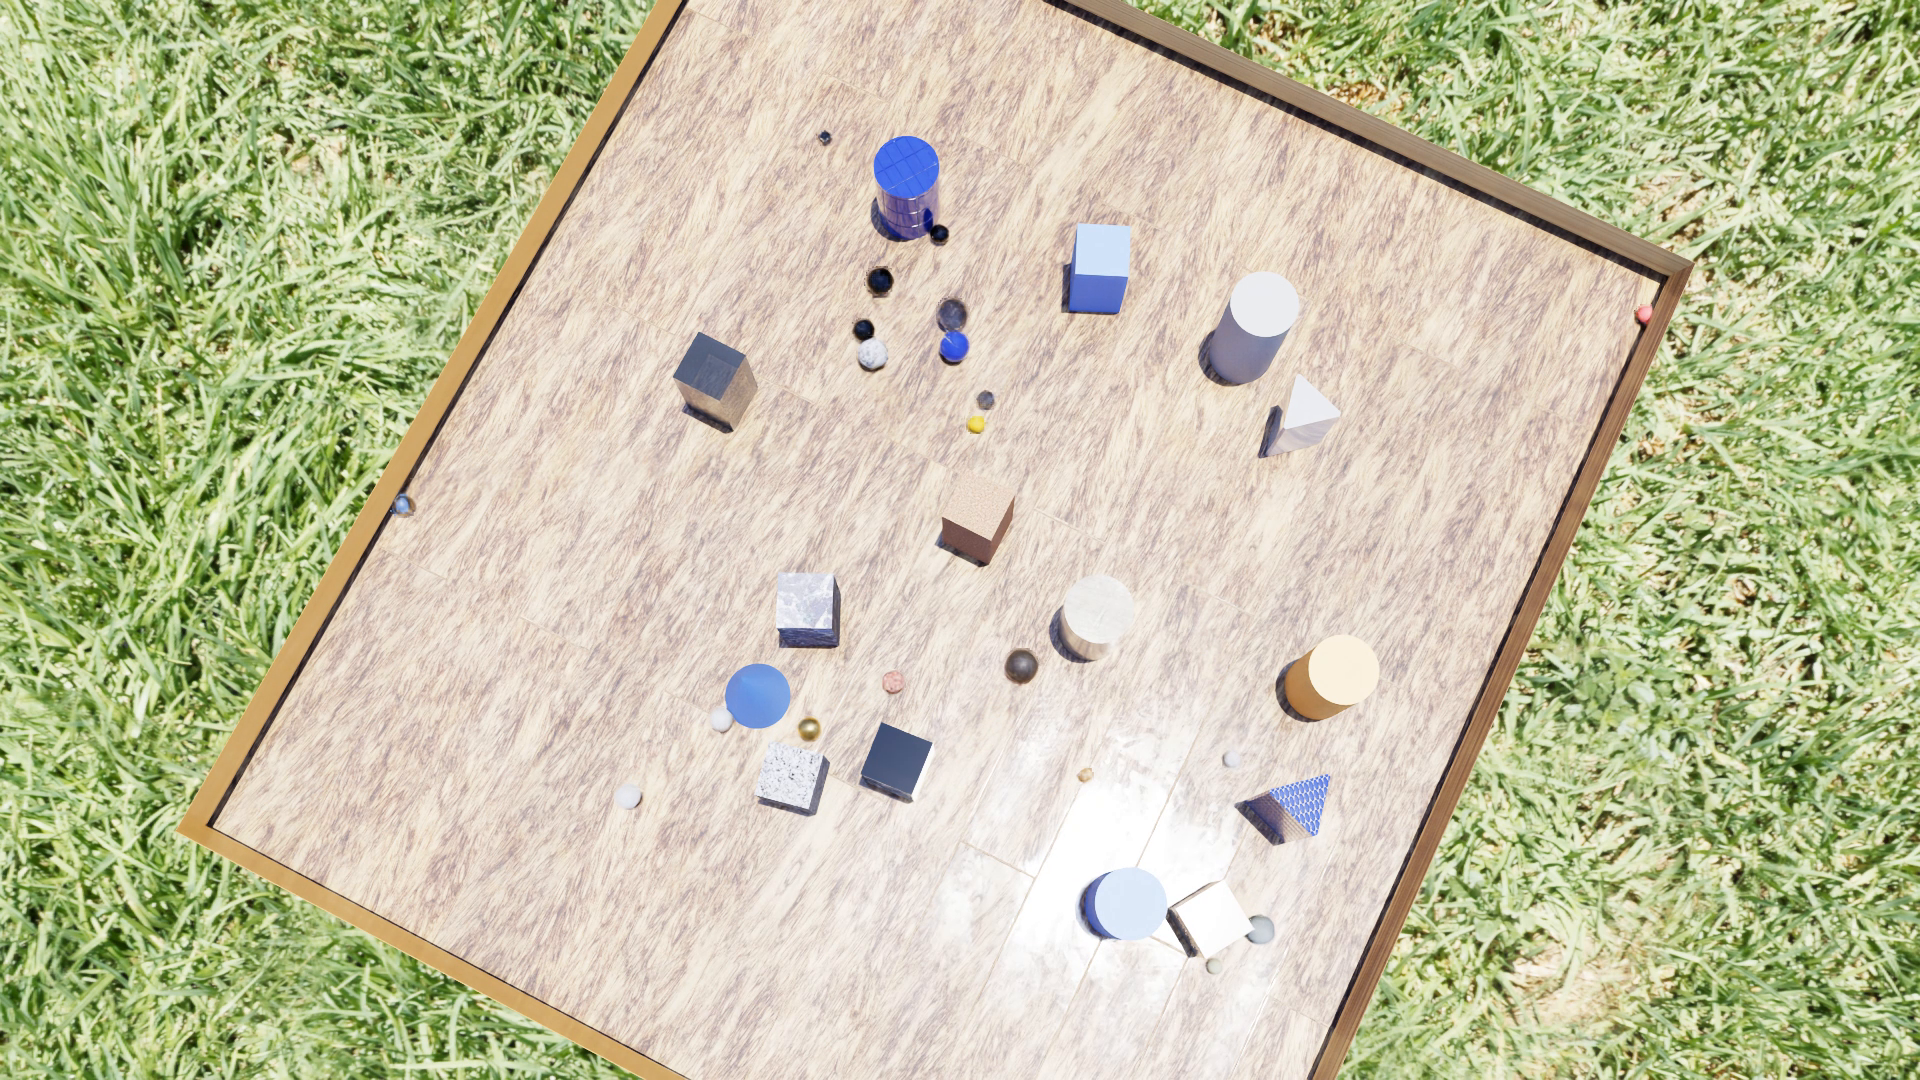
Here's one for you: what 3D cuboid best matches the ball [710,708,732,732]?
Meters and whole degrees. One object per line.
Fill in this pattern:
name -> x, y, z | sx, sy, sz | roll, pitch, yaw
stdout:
ball -> -0.713, 0.537, 5.470 | 0.069, 0.069, 0.069 | 0, 78, 0

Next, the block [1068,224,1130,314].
block -> 0.426, -0.829, 5.617 | 0.159, 0.335, 0.159 | 3, 78, 1

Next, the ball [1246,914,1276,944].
ball -> 0.875, 1.135, 5.338 | 0.085, 0.085, 0.085 | 0, 78, 0

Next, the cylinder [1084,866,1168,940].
cylinder -> 0.466, 1.031, 5.191 | 0.198, 0.416, 0.198 | 0, 78, 0

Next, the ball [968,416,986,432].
ball -> 0.053, -0.359, 5.664 | 0.054, 0.054, 0.054 | 0, 78, 0

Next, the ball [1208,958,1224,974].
ball -> 0.743, 1.242, 5.336 | 0.047, 0.047, 0.047 | 0, 78, 0

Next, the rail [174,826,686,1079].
rail -> -0.792, 1.558, 5.227 | 3.293, 0.129, 0.045 | 26, 80, 5

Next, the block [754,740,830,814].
block -> -0.484, 0.693, 5.324 | 0.159, 0.293, 0.159 | 14, 79, 3

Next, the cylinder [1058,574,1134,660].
cylinder -> 0.396, 0.232, 5.385 | 0.198, 0.359, 0.198 | 0, 78, 0

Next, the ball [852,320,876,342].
ball -> -0.299, -0.653, 5.715 | 0.071, 0.071, 0.071 | 0, 78, 0

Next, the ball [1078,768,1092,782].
ball -> 0.371, 0.701, 5.450 | 0.042, 0.042, 0.042 | 0, 78, 0

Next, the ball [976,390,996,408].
ball -> 0.081, -0.435, 5.677 | 0.057, 0.057, 0.057 | 0, 78, 0

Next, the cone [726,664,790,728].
cone -> -0.609, 0.425, 5.302 | 0.198, 0.443, 0.198 | 0, 78, 0

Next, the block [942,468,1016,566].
block -> 0.054, -0.065, 5.442 | 0.159, 0.369, 0.159 | 26, 80, 5

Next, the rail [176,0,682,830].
rail -> -1.452, -0.704, 5.696 | 0.045, 0.129, 3.589 | 26, 80, 5

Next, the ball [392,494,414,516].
ball -> -1.703, -0.106, 5.603 | 0.069, 0.069, 0.069 | 0, 78, 0

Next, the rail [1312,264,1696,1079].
rail -> 1.452, 0.718, 5.401 | 0.045, 0.129, 3.589 | 26, 80, 5

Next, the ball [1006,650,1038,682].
ball -> 0.185, 0.378, 5.488 | 0.099, 0.099, 0.099 | 0, 78, 0

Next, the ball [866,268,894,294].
ball -> -0.250, -0.811, 5.741 | 0.086, 0.086, 0.086 | 0, 78, 0

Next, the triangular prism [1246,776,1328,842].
triangular prism -> 0.961, 0.741, 5.237 | 0.149, 0.442, 0.172 | -44, 82, -8

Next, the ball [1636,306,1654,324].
ball -> 2.147, -0.706, 5.735 | 0.055, 0.055, 0.055 | 0, 78, 0

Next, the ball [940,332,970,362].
ball -> -0.016, -0.601, 5.693 | 0.094, 0.094, 0.094 | 0, 78, 0

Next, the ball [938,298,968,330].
ball -> -0.022, -0.704, 5.713 | 0.097, 0.097, 0.097 | 0, 78, 0

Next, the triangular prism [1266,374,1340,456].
triangular prism -> 1.013, -0.385, 5.531 | 0.172, 0.323, 0.149 | -14, 79, -3

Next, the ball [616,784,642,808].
ball -> -0.981, 0.758, 5.423 | 0.073, 0.073, 0.073 | 0, 78, 0

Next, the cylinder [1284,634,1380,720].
cylinder -> 1.078, 0.403, 5.334 | 0.198, 0.390, 0.198 | 0, 78, 0

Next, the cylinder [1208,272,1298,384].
cylinder -> 0.878, -0.633, 5.509 | 0.198, 0.468, 0.198 | 0, 78, 0

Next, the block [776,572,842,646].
block -> -0.443, 0.208, 5.396 | 0.159, 0.348, 0.159 | 1, 78, 0

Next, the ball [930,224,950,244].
ball -> -0.064, -0.966, 5.785 | 0.063, 0.063, 0.063 | 0, 78, 0

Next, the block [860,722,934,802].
block -> -0.179, 0.648, 5.327 | 0.159, 0.303, 0.159 | 22, 79, 4

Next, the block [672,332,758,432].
block -> -0.736, -0.476, 5.540 | 0.159, 0.343, 0.159 | 27, 80, 5

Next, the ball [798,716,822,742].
ball -> -0.450, 0.563, 5.463 | 0.072, 0.072, 0.072 | 0, 78, 0

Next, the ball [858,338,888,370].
ball -> -0.269, -0.578, 5.688 | 0.094, 0.094, 0.094 | 0, 78, 0

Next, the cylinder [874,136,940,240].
cylinder -> -0.161, -1.084, 5.664 | 0.198, 0.347, 0.198 | 0, 78, 0

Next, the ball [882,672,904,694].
ball -> -0.201, 0.426, 5.495 | 0.066, 0.066, 0.066 | 0, 78, 0

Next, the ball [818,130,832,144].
ball -> -0.431, -1.289, 5.862 | 0.042, 0.042, 0.042 | 0, 78, 0

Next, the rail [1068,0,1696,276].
rail -> 0.792, -1.544, 5.869 | 3.293, 0.129, 0.045 | 26, 80, 5

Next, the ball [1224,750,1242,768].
ball -> 0.812, 0.652, 5.454 | 0.053, 0.053, 0.053 | 0, 78, 0

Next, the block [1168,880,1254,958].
block -> 0.716, 1.089, 5.266 | 0.159, 0.244, 0.159 | -30, 80, -6
